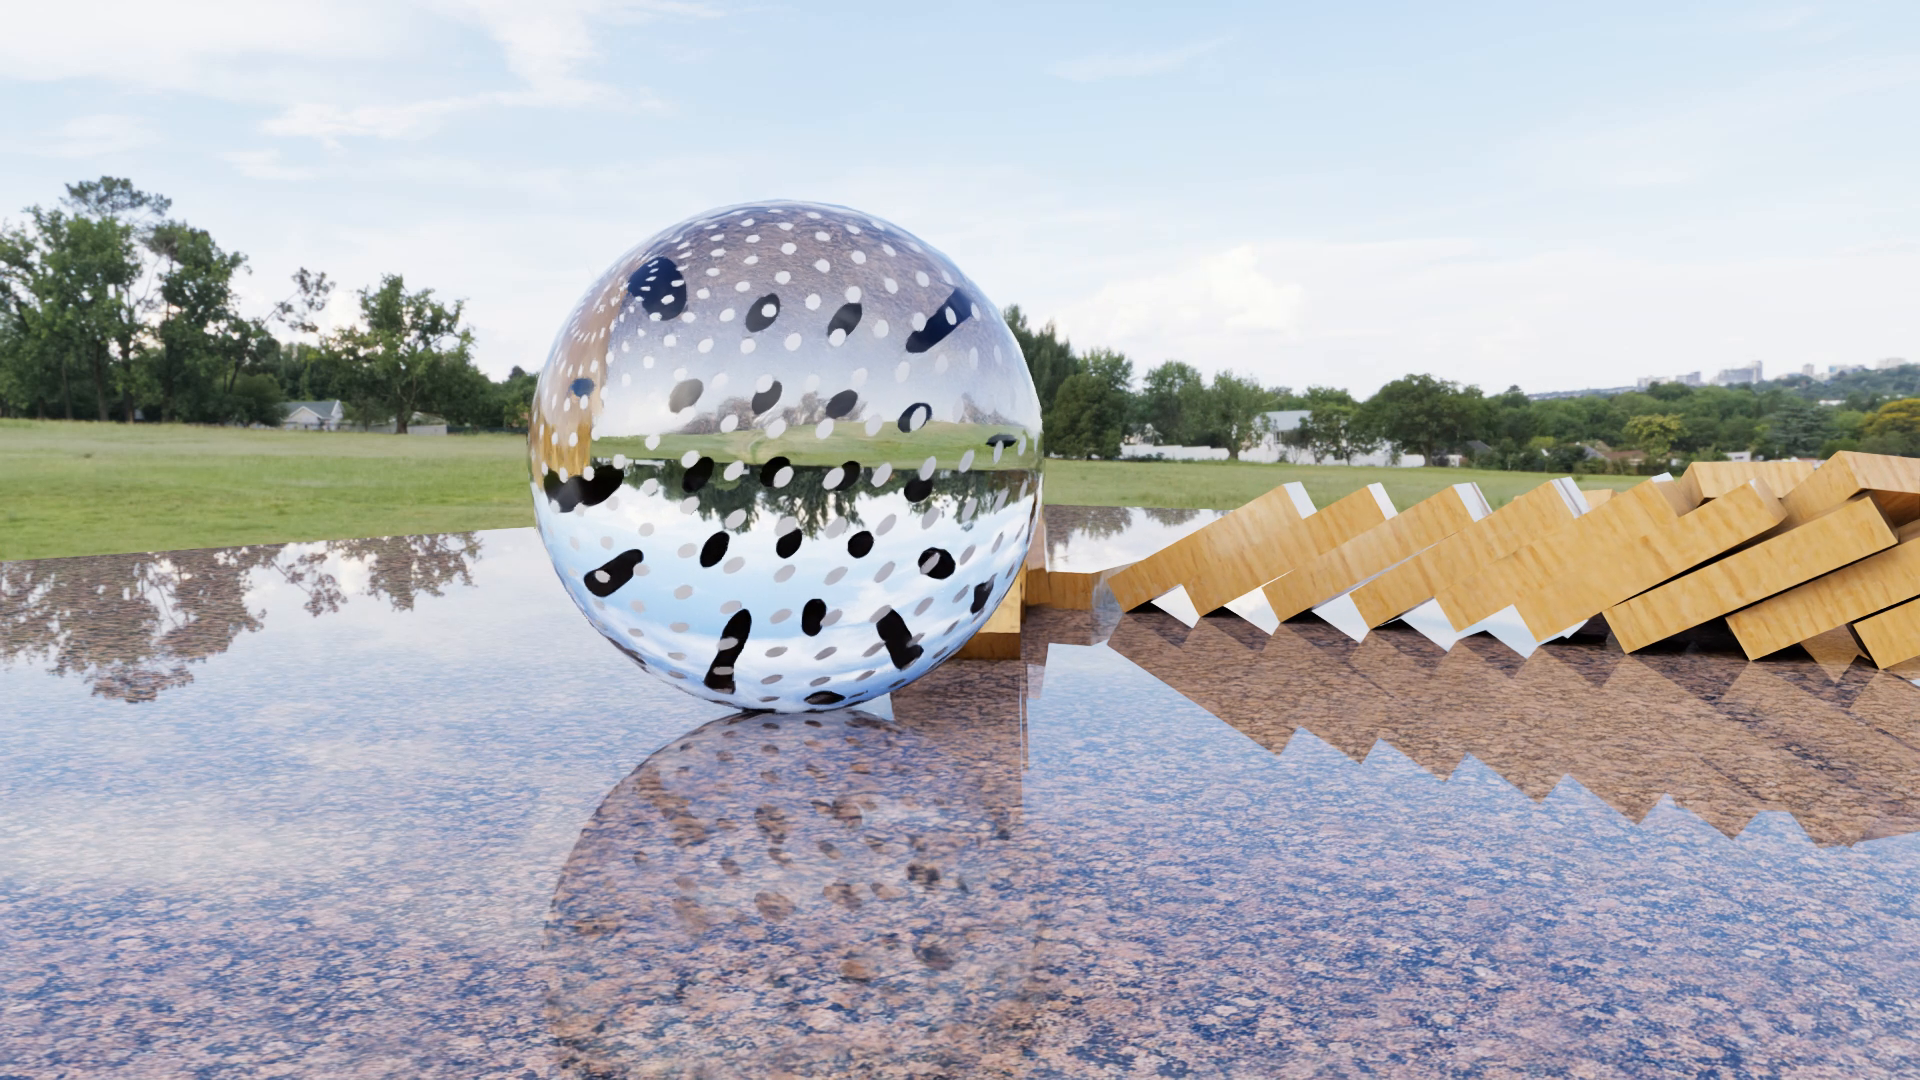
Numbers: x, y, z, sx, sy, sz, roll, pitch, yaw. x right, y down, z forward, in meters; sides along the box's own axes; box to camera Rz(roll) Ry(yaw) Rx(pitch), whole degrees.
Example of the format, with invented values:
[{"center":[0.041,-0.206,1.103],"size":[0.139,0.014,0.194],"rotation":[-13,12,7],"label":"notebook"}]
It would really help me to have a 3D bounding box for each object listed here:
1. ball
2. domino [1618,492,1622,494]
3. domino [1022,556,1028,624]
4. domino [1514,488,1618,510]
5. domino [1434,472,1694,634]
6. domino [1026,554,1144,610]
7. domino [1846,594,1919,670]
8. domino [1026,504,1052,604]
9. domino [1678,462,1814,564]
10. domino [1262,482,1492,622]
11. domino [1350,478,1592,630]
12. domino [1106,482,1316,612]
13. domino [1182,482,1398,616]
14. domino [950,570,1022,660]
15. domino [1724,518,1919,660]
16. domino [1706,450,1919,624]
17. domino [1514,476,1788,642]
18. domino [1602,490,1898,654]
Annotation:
[{"center":[-0.026,-0.013,0.203],"size":[0.080,0.080,0.080],"rotation":[0,4,0],"label":"ball"},{"center":[0.185,0.002,0.338],"size":[0.050,0.009,0.025],"rotation":[28,-17,-37],"label":"domino"},{"center":[0.004,-0.003,0.317],"size":[0.025,0.050,0.009],"rotation":[0,-39,5],"label":"domino"},{"center":[0.165,0.002,0.324],"size":[0.050,0.010,0.025],"rotation":[26,-16,-30],"label":"domino"},{"center":[0.132,0.003,0.281],"size":[0.050,0.010,0.025],"rotation":[-37,-16,33],"label":"domino"},{"center":[0.033,0.011,0.356],"size":[0.025,0.009,0.050],"rotation":[2,5,26],"label":"domino"},{"center":[0.196,0.008,0.243],"size":[0.050,0.009,0.025],"rotation":[-31,-9,27],"label":"domino"},{"center":[0.010,0.002,0.340],"size":[0.025,0.010,0.050],"rotation":[-8,24,5],"label":"domino"},{"center":[0.173,0.001,0.296],"size":[0.025,0.010,0.050],"rotation":[0,-34,4],"label":"domino"},{"center":[0.099,0.003,0.304],"size":[0.050,0.010,0.025],"rotation":[-33,-14,30],"label":"domino"},{"center":[0.116,0.003,0.292],"size":[0.050,0.010,0.025],"rotation":[-36,-16,31],"label":"domino"},{"center":[0.064,0.002,0.325],"size":[0.050,0.010,0.025],"rotation":[-30,-8,23],"label":"domino"},{"center":[0.082,0.002,0.317],"size":[0.050,0.009,0.025],"rotation":[-30,-9,23],"label":"domino"},{"center":[0.000,0.001,0.266],"size":[0.025,0.050,0.009],"rotation":[0,-39,4],"label":"domino"},{"center":[0.178,0.007,0.252],"size":[0.050,0.010,0.025],"rotation":[-31,-10,26],"label":"domino"},{"center":[0.185,0.001,0.278],"size":[0.025,0.009,0.050],"rotation":[4,-36,-12],"label":"domino"},{"center":[0.144,0.004,0.269],"size":[0.050,0.009,0.025],"rotation":[-37,-16,33],"label":"domino"},{"center":[0.158,0.007,0.257],"size":[0.050,0.009,0.025],"rotation":[-33,-14,34],"label":"domino"}]
